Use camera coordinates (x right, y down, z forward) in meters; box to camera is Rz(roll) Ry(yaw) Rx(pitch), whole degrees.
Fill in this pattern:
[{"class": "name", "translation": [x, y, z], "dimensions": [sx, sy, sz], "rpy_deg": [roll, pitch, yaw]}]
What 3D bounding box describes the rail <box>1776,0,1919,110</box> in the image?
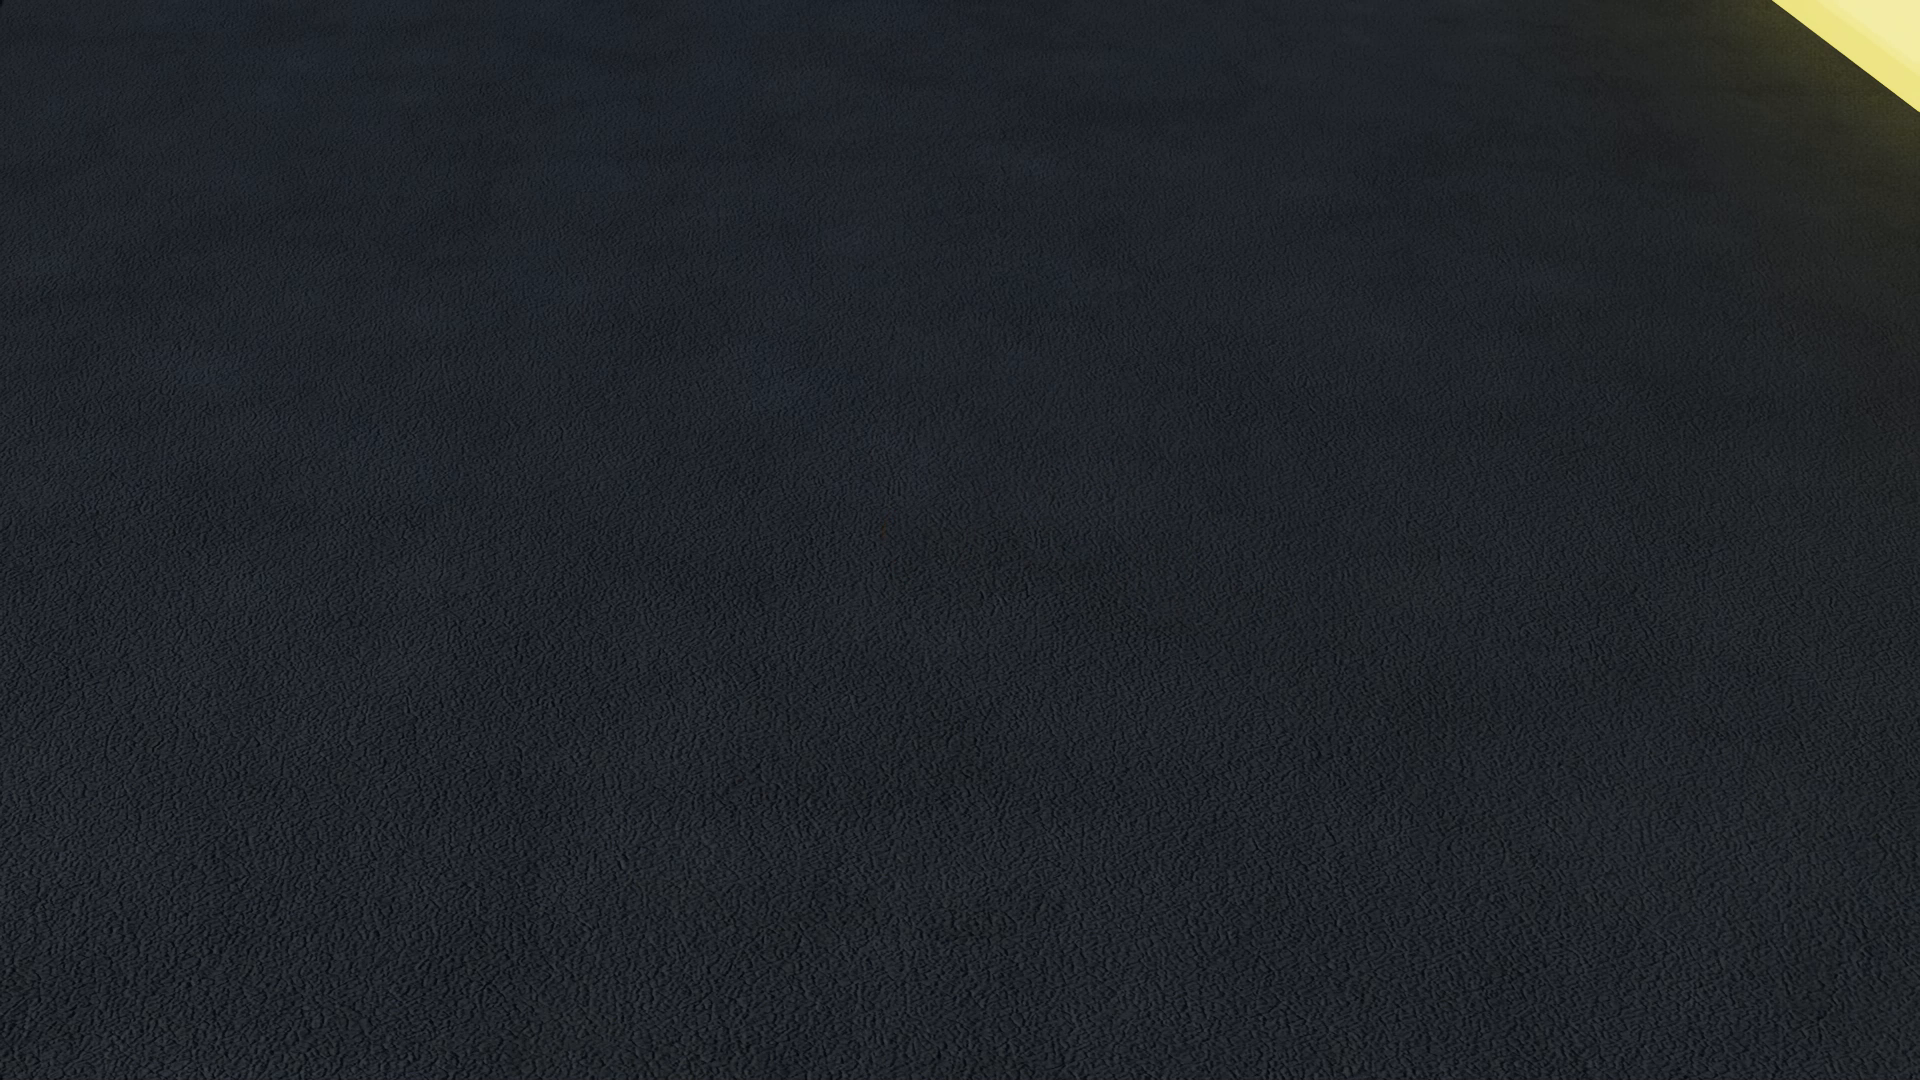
[{"class": "rail", "translation": [0.794, -0.500, 2.672], "dimensions": [0.045, 0.126, 3.369], "rpy_deg": [-4, 29, -8]}]
